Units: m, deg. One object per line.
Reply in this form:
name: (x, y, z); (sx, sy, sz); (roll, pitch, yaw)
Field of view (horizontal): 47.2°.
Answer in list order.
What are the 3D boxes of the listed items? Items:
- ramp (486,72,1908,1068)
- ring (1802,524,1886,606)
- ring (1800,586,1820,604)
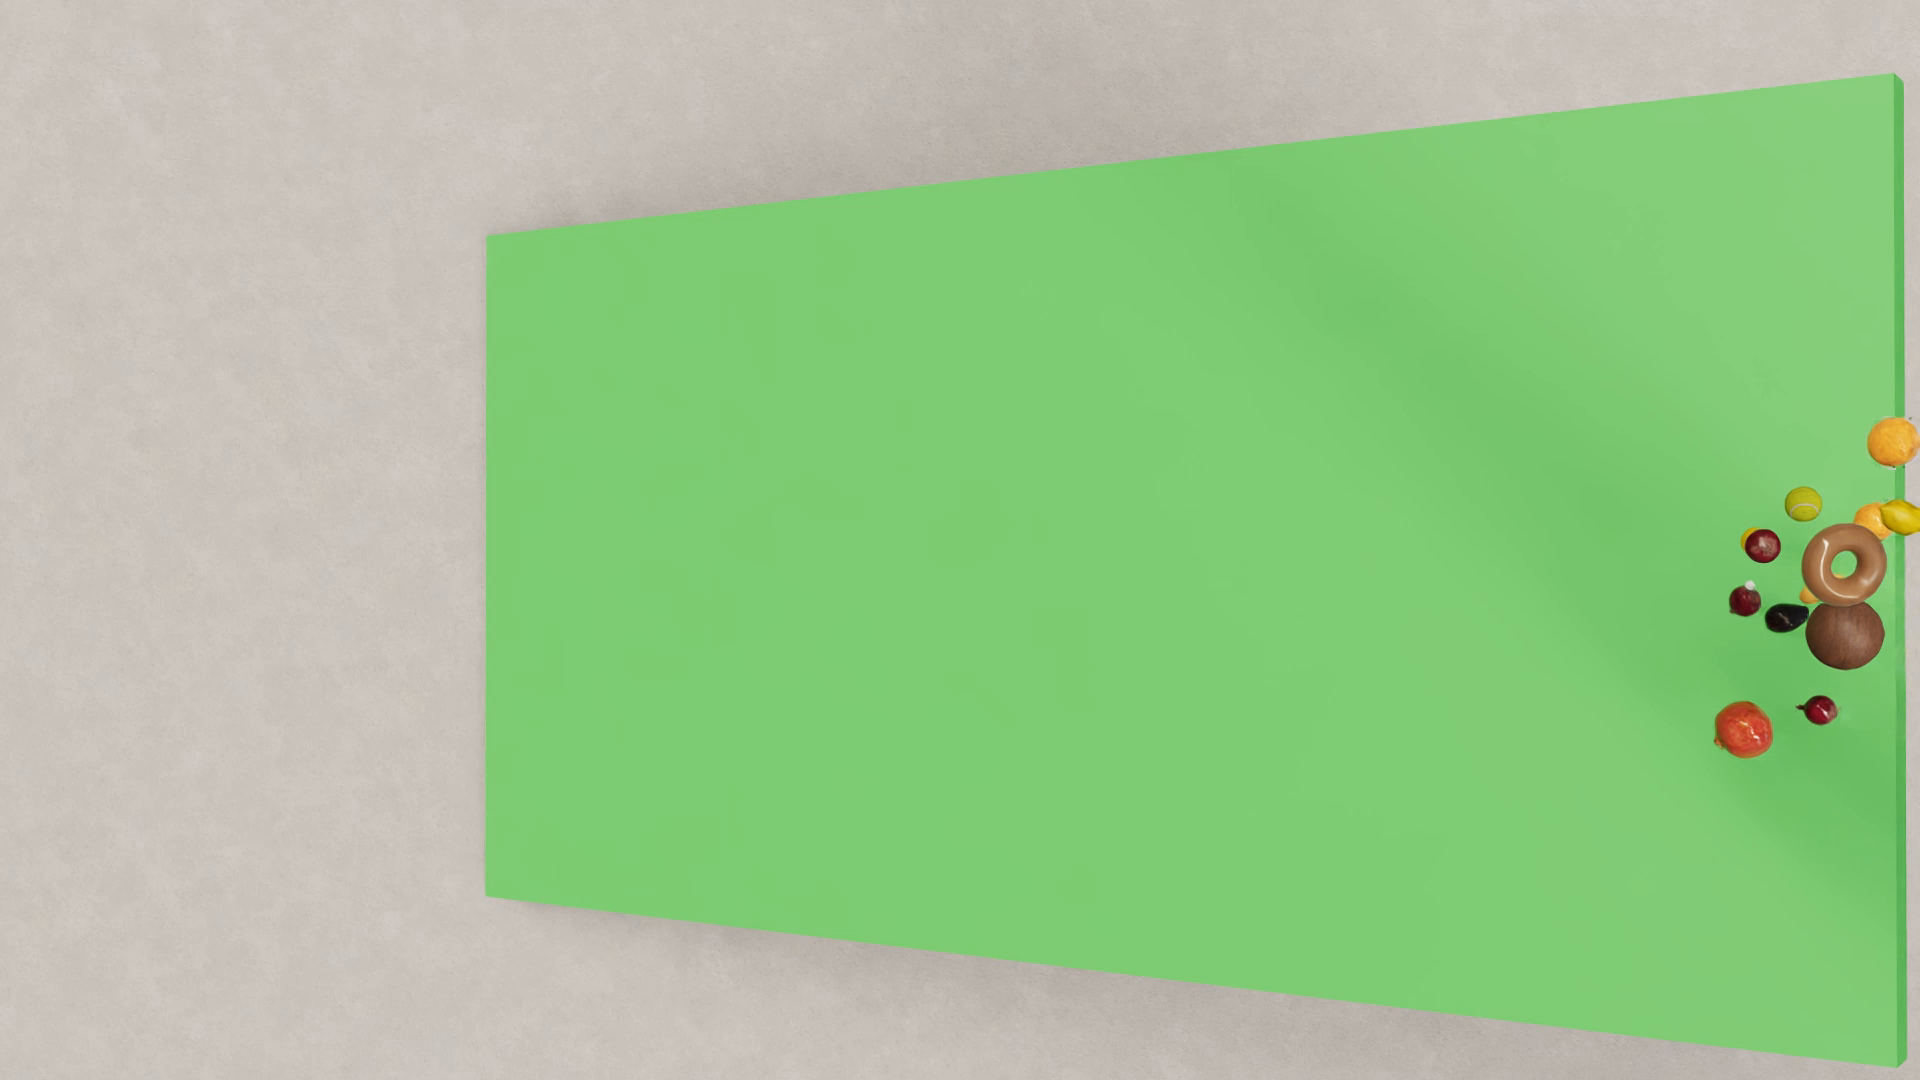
ramp: (0.250, 0.069, 5.580); (4.000, 0.100, 2.000); (0, 89, 34)
ring: (1.358, 0.038, 3.379); (0.131, 0.044, 0.131); (-1, 100, -3)
ring: (1.590, 0.091, 4.051); (0.088, 0.088, 0.029); (-21, 72, 0)
